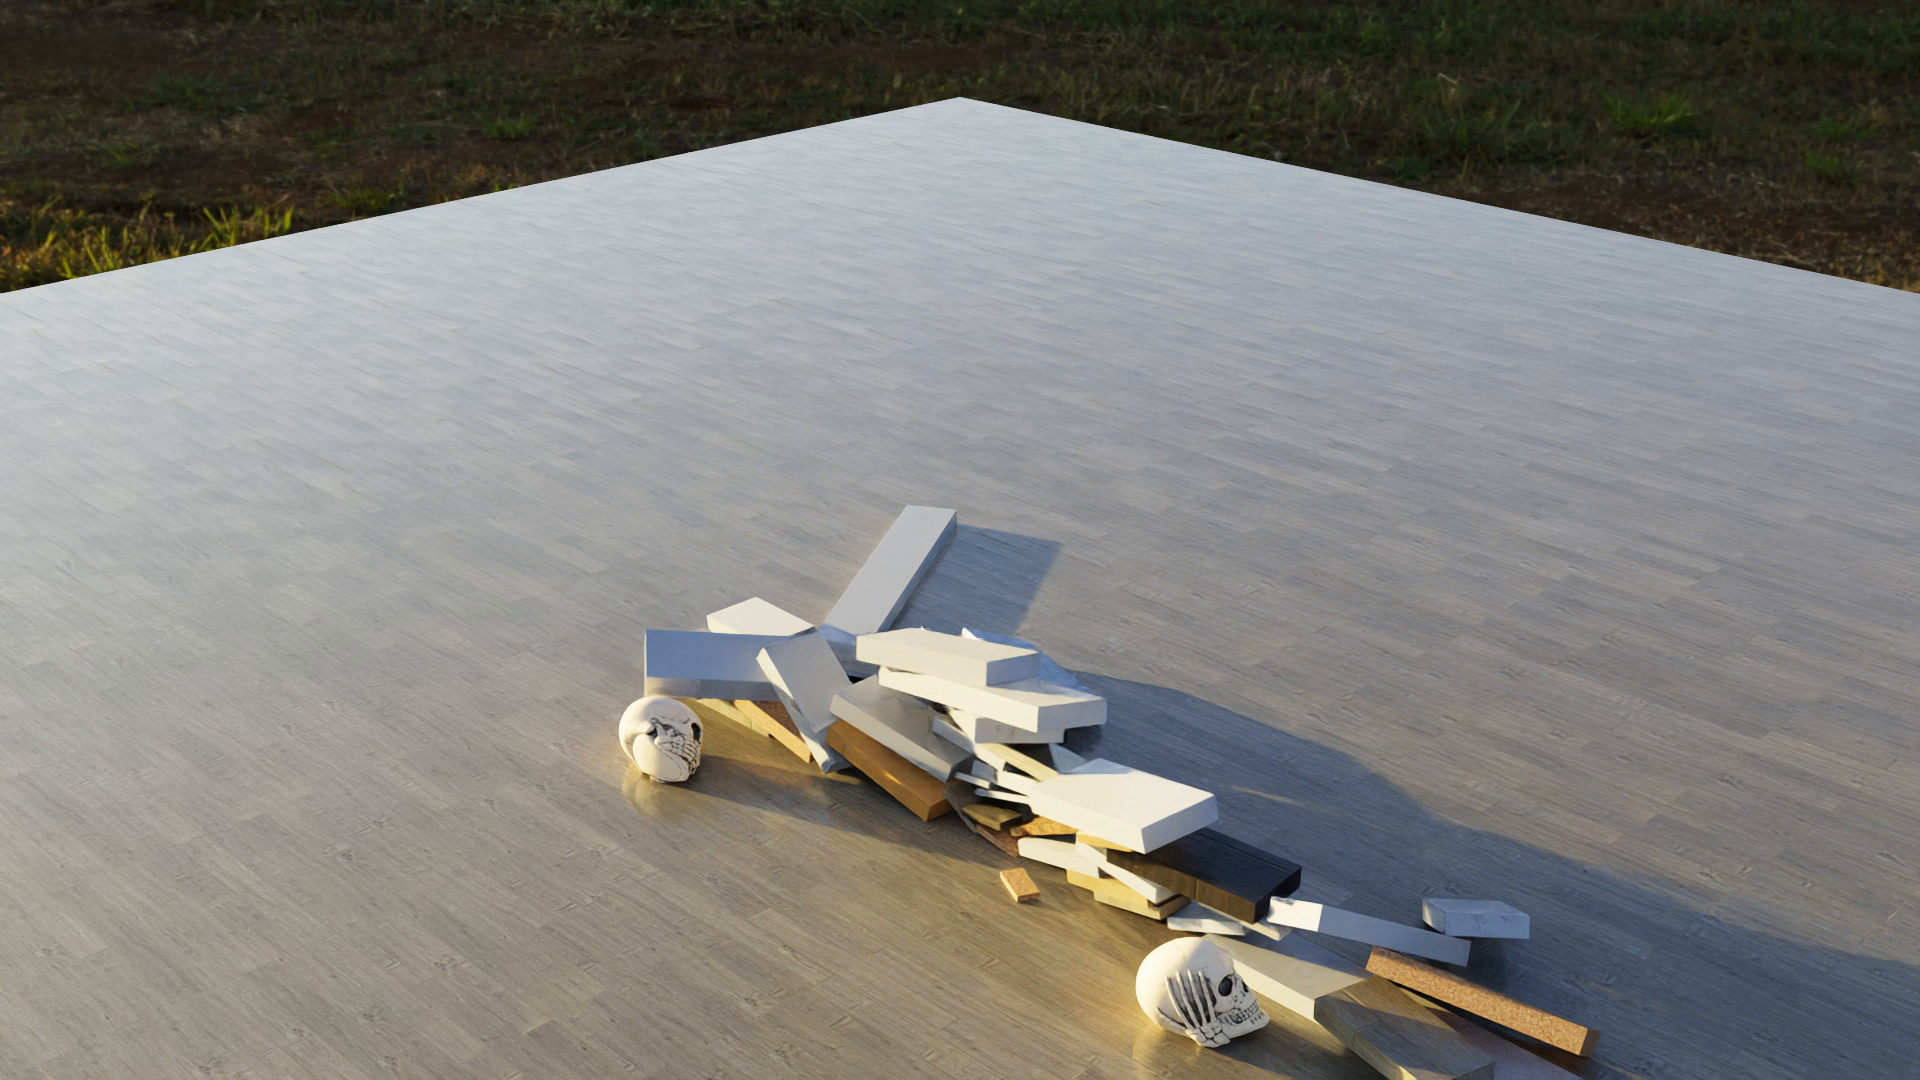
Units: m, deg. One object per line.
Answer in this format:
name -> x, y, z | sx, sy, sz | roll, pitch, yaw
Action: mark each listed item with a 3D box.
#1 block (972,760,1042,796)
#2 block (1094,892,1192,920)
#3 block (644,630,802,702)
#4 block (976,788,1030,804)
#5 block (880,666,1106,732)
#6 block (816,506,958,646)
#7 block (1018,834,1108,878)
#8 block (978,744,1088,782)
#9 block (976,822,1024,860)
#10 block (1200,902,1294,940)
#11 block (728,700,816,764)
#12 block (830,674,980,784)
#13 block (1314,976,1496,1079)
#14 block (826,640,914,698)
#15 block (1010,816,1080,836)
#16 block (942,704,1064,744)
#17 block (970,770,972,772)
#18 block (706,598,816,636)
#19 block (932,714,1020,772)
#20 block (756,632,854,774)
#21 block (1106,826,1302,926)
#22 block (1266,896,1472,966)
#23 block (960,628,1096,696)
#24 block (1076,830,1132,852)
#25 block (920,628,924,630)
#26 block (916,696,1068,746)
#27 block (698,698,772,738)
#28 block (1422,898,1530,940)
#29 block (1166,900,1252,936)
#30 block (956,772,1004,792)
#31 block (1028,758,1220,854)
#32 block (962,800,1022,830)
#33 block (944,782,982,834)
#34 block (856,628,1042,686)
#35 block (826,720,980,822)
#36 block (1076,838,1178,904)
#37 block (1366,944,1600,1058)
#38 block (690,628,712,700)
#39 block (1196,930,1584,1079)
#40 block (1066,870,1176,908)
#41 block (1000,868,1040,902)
block -> 0.133, 0.483, 4.409 | 0.111, 0.031, 0.222 | 10, 1, -36
block -> 0.341, 0.666, 4.117 | 0.085, 0.024, 0.170 | -19, 18, -38
block -> -0.504, 0.273, 4.774 | 0.356, 0.050, 0.178 | 3, 32, -11
block -> 0.142, 0.512, 4.323 | 0.046, 0.013, 0.307 | 11, -6, -37
block -> 0.058, 0.303, 4.405 | 0.174, 0.049, 0.509 | -3, 9, -38
block -> -0.193, 0.118, 5.433 | 0.137, 0.039, 0.989 | 6, 24, 13
block -> 0.226, 0.594, 4.226 | 0.109, 0.031, 0.218 | -19, 18, -38
block -> 0.156, 0.429, 4.352 | 0.111, 0.031, 0.222 | -5, 22, -45
block -> 0.092, 0.585, 4.339 | 0.058, 0.016, 0.115 | -20, 39, -39
block -> 0.524, 0.660, 3.951 | 0.170, 0.024, 0.085 | 20, 28, 36
block -> -0.366, 0.367, 4.748 | 0.145, 0.041, 0.290 | -22, 43, -41
block -> -0.105, 0.388, 4.554 | 0.303, 0.043, 0.152 | 30, 26, 23
block -> 0.734, 0.829, 3.651 | 0.143, 0.041, 0.286 | -13, 26, -28
block -> -0.245, 0.289, 4.909 | 0.338, 0.046, 0.161 | 9, 21, 21
block -> 0.198, 0.549, 4.242 | 0.064, 0.018, 0.245 | -19, 4, -39
block -> 0.072, 0.340, 4.518 | 0.178, 0.050, 0.470 | 1, 8, -11
block -> -0.083, 0.418, 4.718 | 0.322, 0.046, 0.161 | 18, 29, 37
block -> -0.467, 0.207, 5.170 | 0.137, 0.039, 0.274 | -21, 24, -29
block -> 0.057, 0.409, 4.479 | 0.111, 0.031, 0.222 | -3, 20, -42
block -> -0.292, 0.344, 4.672 | 0.152, 0.043, 0.303 | -14, 61, -38
block -> 0.443, 0.591, 4.013 | 0.318, 0.045, 0.159 | 19, 30, 34
block -> 0.717, 0.686, 3.855 | 0.318, 0.045, 0.159 | 17, -10, -23
block -> 0.155, 0.301, 4.907 | 0.178, 0.050, 0.356 | 12, 14, -32
block -> 0.283, 0.542, 4.031 | 0.128, 0.018, 0.064 | 4, 20, 44
block -> 0.017, 0.291, 4.910 | 0.137, 0.039, 0.275 | 30, 4, -40
block -> 0.047, 0.393, 4.655 | 0.322, 0.046, 0.161 | 13, 23, 28
block -> -0.466, 0.348, 4.888 | 0.290, 0.041, 0.145 | 21, 31, 40
block -> 0.923, 0.678, 3.947 | 0.143, 0.041, 0.286 | 2, -4, 4
block -> 0.471, 0.688, 4.015 | 0.170, 0.024, 0.085 | -4, 13, 44
block -> 0.039, 0.488, 4.438 | 0.092, 0.013, 0.046 | 13, -4, 43
block -> 0.299, 0.490, 4.083 | 0.174, 0.049, 0.348 | -19, 17, -30
block -> 0.064, 0.545, 4.354 | 0.058, 0.016, 0.115 | -16, 20, -36
block -> 0.022, 0.537, 4.416 | 0.058, 0.016, 0.115 | -14, 49, -35
block -> -0.025, 0.238, 4.496 | 0.348, 0.049, 0.174 | 9, 10, 40
block -> -0.117, 0.456, 4.539 | 0.303, 0.043, 0.152 | 35, 39, 32
block -> 0.329, 0.596, 4.090 | 0.109, 0.031, 0.218 | -17, 30, -35
block -> 0.884, 0.779, 3.720 | 0.372, 0.045, 0.159 | 19, -5, 27
block -> -0.583, 0.277, 4.951 | 0.145, 0.041, 0.290 | -13, 22, -25
block -> 0.790, 0.846, 3.716 | 0.143, 0.041, 0.898 | -21, 31, -40
block -> 0.315, 0.635, 4.139 | 0.109, 0.031, 0.218 | -19, 18, -36
block -> 0.114, 0.658, 4.194 | 0.046, 0.013, 0.092 | -7, 24, -18
